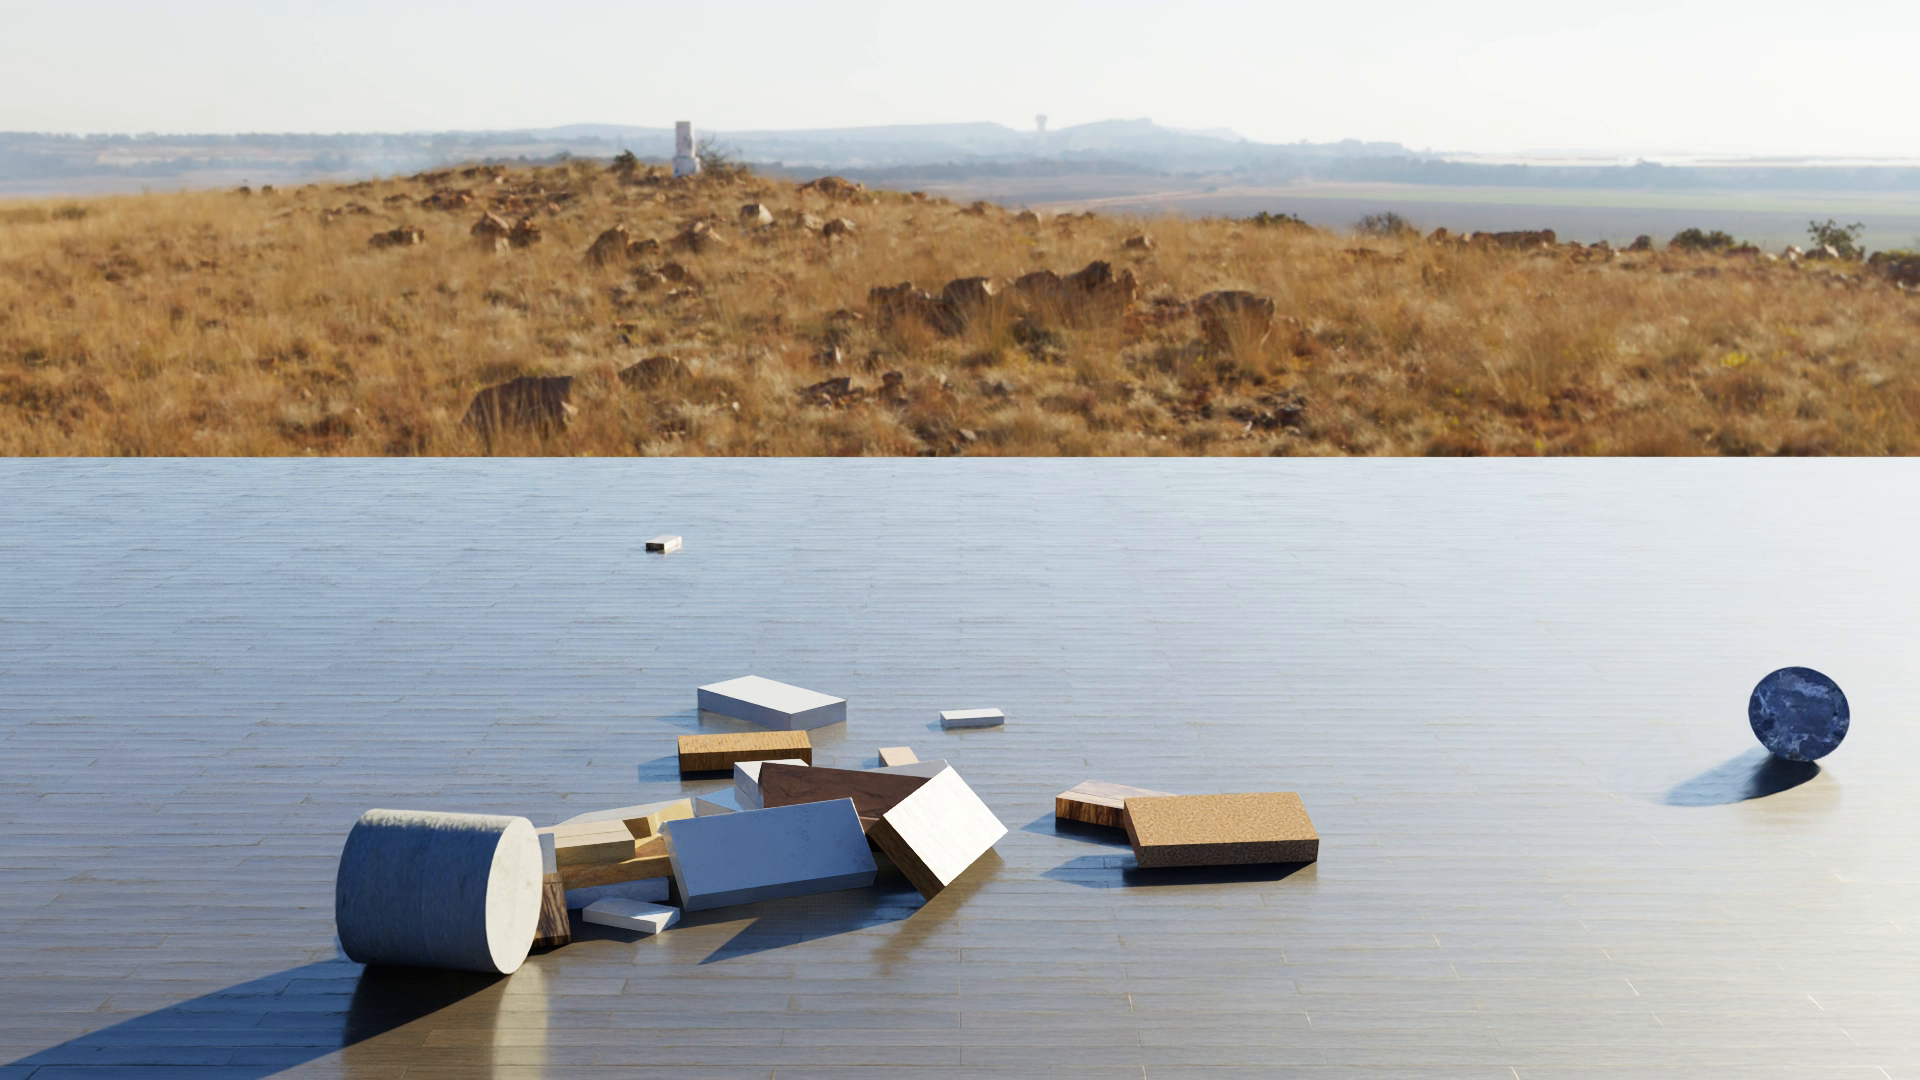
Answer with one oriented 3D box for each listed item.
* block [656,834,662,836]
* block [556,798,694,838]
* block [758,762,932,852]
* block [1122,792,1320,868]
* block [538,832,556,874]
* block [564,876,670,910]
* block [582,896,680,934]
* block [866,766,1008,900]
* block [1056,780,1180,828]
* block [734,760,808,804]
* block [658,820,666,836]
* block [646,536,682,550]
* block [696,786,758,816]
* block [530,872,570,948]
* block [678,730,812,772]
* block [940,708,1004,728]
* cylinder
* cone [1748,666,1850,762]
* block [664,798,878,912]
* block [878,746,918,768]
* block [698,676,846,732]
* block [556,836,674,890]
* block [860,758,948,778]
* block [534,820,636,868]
[{"bbox_3d":[-0.439,0.533,3.879,0.247,0.035,0.123,4,11,19],"label":"block"},{"bbox_3d":[-0.605,0.502,3.875,0.247,0.035,0.123,-12,3,30],"label":"block"},{"bbox_3d":[-0.196,0.472,3.855,0.309,0.044,0.154,7,36,-12],"label":"block"},{"bbox_3d":[0.458,0.509,3.877,0.315,0.045,0.158,-1,25,-7],"label":"block"},{"bbox_3d":[-0.687,0.546,3.554,0.070,0.140,0.020,-3,-22,-15],"label":"block"},{"bbox_3d":[-0.608,0.575,3.660,0.231,0.033,0.116,-3,11,-15],"label":"block"},{"bbox_3d":[-0.530,0.603,3.543,0.139,0.020,0.070,5,12,24],"label":"block"},{"bbox_3d":[-0.035,0.500,3.773,0.154,0.044,0.309,48,22,7],"label":"block"},{"bbox_3d":[0.323,0.497,4.069,0.261,0.037,0.131,6,12,31],"label":"block"},{"bbox_3d":[-0.321,0.459,4.081,0.130,0.037,0.261,-1,9,-21],"label":"block"},{"bbox_3d":[-0.435,0.525,3.729,0.152,0.022,0.076,28,-4,14],"label":"block"},{"bbox_3d":[-0.911,0.007,6.760,0.063,0.018,0.127,3,11,15],"label":"block"},{"bbox_3d":[-0.359,0.503,4.044,0.247,0.035,0.123,10,15,43],"label":"block"},{"bbox_3d":[-0.660,0.585,3.482,0.070,0.020,0.140,-3,36,-16],"label":"block"},{"bbox_3d":[-0.437,0.426,4.451,0.261,0.037,0.130,-2,11,-9],"label":"block"},{"bbox_3d":[0.026,0.383,4.736,0.127,0.018,0.063,-2,11,-12],"label":"block"},{"bbox_3d":[-0.787,0.532,3.340,0.234,0.234,0.234,2,11,10],"label":"cylinder"},{"bbox_3d":[1.721,0.380,4.559,0.197,0.197,0.197,2,-16,11],"label":"cone"},{"bbox_3d":[-0.317,0.524,3.679,0.326,0.044,0.154,-4,47,-23],"label":"block"},{"bbox_3d":[-0.122,0.443,4.414,0.063,0.018,0.127,-2,11,-11],"label":"block"},{"bbox_3d":[-0.412,0.357,4.800,0.315,0.045,0.158,10,15,44],"label":"block"},{"bbox_3d":[-0.580,0.539,3.675,0.231,0.033,0.116,-5,12,-24],"label":"block"},{"bbox_3d":[-0.149,0.482,3.935,0.331,0.045,0.158,-5,40,-27],"label":"block"},{"bbox_3d":[-0.666,0.509,3.657,0.231,0.033,0.116,-4,11,-19],"label":"block"}]
